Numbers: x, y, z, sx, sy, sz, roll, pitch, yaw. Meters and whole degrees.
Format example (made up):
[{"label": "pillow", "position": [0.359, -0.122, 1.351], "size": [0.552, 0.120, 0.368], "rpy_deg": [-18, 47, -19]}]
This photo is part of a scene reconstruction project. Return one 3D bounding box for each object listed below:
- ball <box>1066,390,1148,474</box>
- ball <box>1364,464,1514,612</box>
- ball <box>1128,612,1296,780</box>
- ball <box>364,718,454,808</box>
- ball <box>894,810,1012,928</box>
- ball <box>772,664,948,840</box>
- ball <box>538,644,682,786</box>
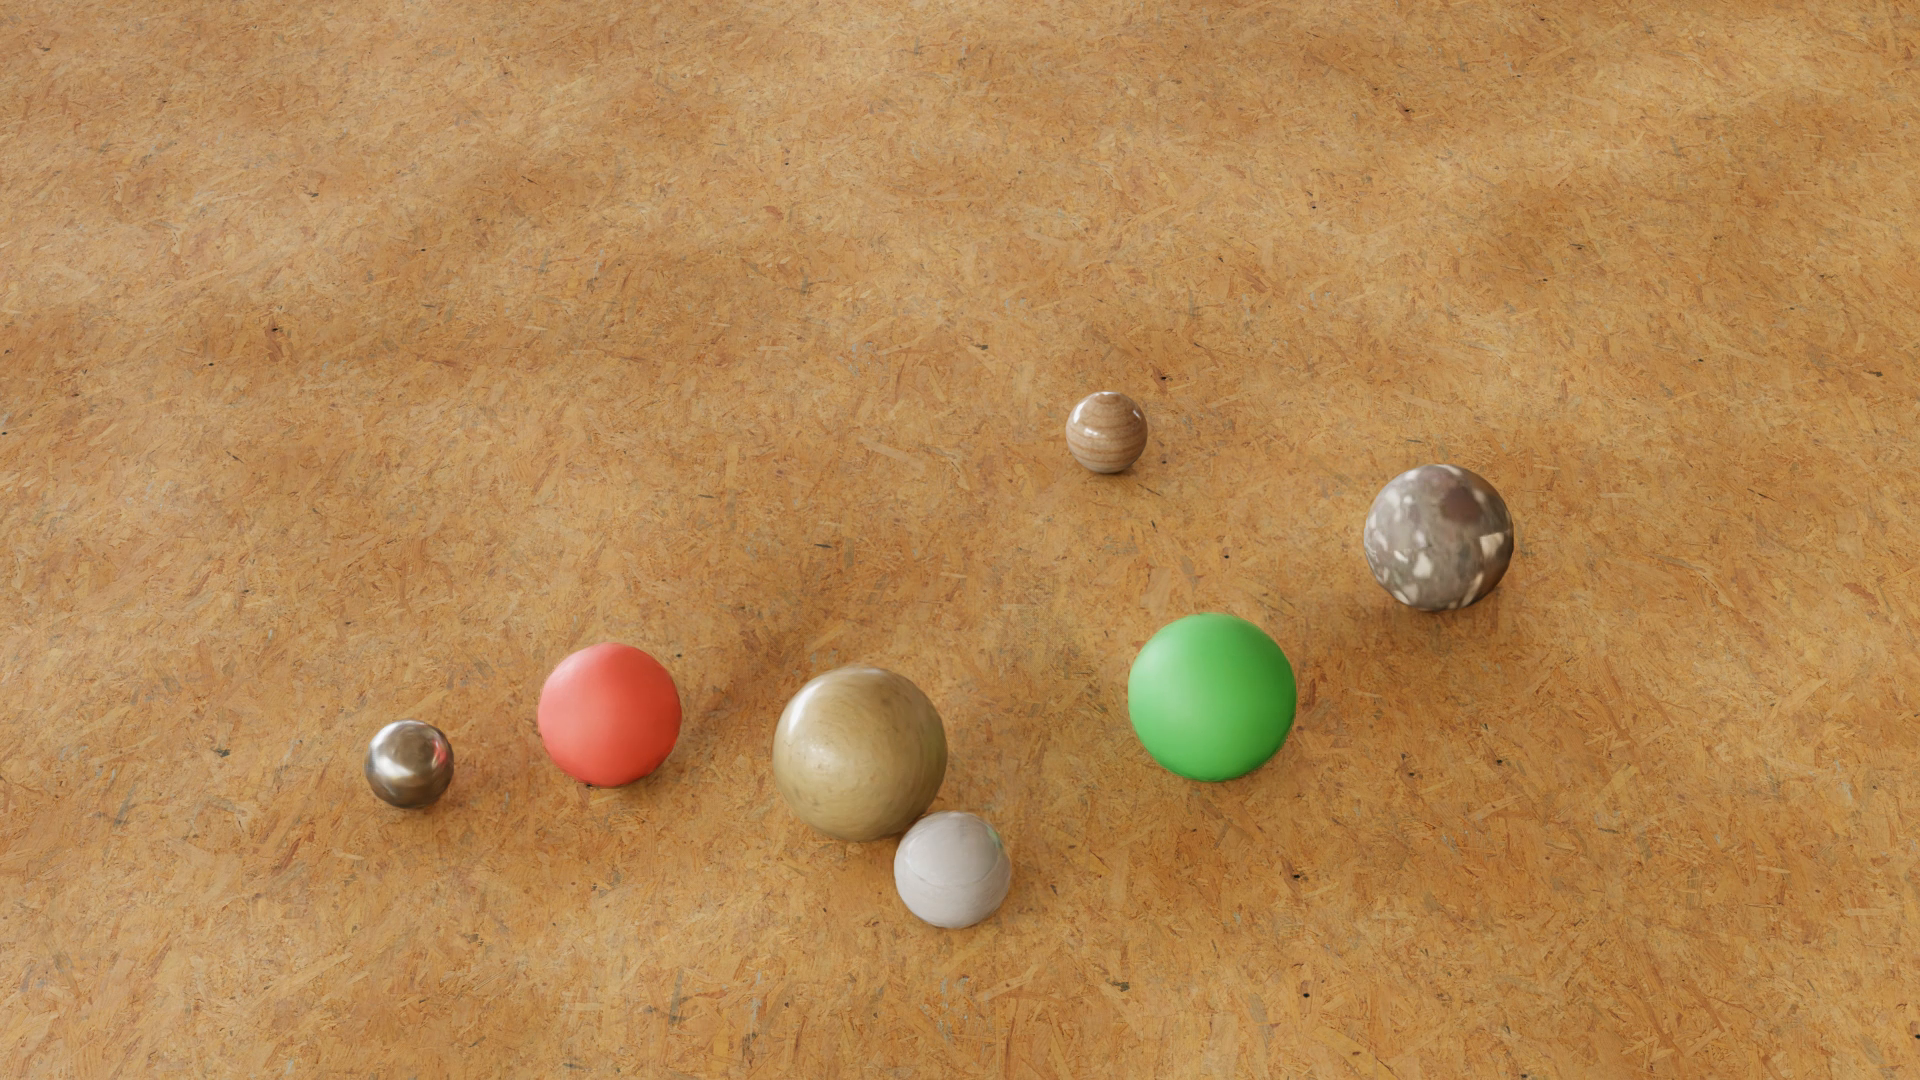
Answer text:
[{"label": "ball", "position": [0.084, -0.062, 1.682], "size": [0.047, 0.047, 0.047], "rpy_deg": [0, 32, 0]}, {"label": "ball", "position": [0.253, -0.001, 1.556], "size": [0.079, 0.079, 0.079], "rpy_deg": [0, 32, 0]}, {"label": "ball", "position": [0.122, 0.076, 1.431], "size": [0.082, 0.082, 0.082], "rpy_deg": [0, 32, 0]}, {"label": "ball", "position": [-0.265, 0.108, 1.416], "size": [0.043, 0.043, 0.043], "rpy_deg": [0, 32, 0]}, {"label": "ball", "position": [-0.003, 0.150, 1.340], "size": [0.054, 0.054, 0.054], "rpy_deg": [0, 32, 0]}, {"label": "ball", "position": [-0.047, 0.101, 1.390], "size": [0.083, 0.083, 0.083], "rpy_deg": [0, 32, 0]}, {"label": "ball", "position": [-0.170, 0.085, 1.428], "size": [0.069, 0.069, 0.069], "rpy_deg": [0, 32, 0]}]
